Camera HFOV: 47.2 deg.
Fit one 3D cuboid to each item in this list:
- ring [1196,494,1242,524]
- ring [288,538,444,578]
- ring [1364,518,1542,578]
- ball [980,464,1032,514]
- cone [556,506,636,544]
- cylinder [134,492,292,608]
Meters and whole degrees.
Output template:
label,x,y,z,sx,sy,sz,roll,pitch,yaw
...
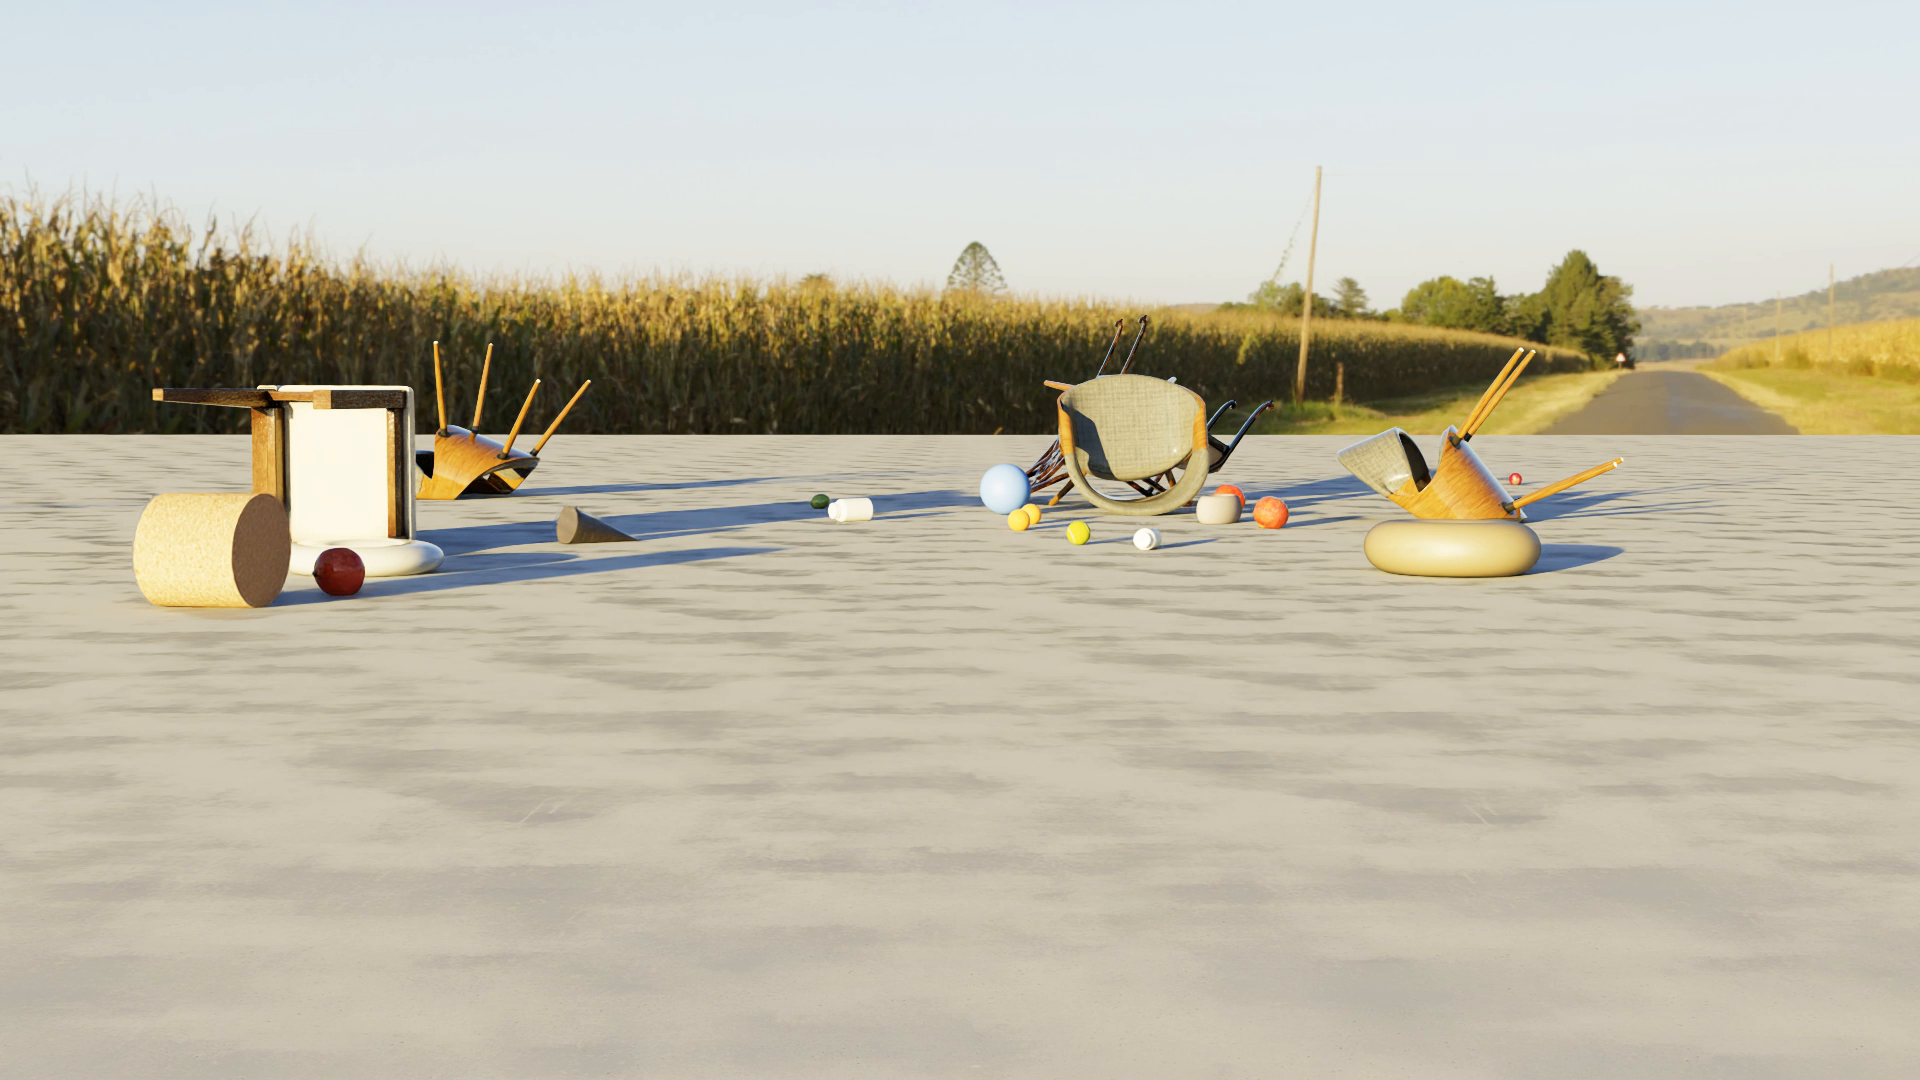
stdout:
label,x,y,z,sx,sy,sz,roll,pitch,yaw
ring,0.869,-0.103,7.366,0.115,0.095,0.223,6,8,38
ring,-1.466,0.043,5.381,0.411,0.075,0.354,2,5,14
ring,1.199,0.018,5.363,0.402,0.129,0.433,-2,3,-41
ball,0.163,-0.182,7.847,0.184,0.184,0.184,0,4,0
cone,-1.042,-0.020,6.438,0.242,0.112,0.131,14,9,-36
cylinder,-1.539,0.020,4.538,0.215,0.232,0.252,1,29,11
